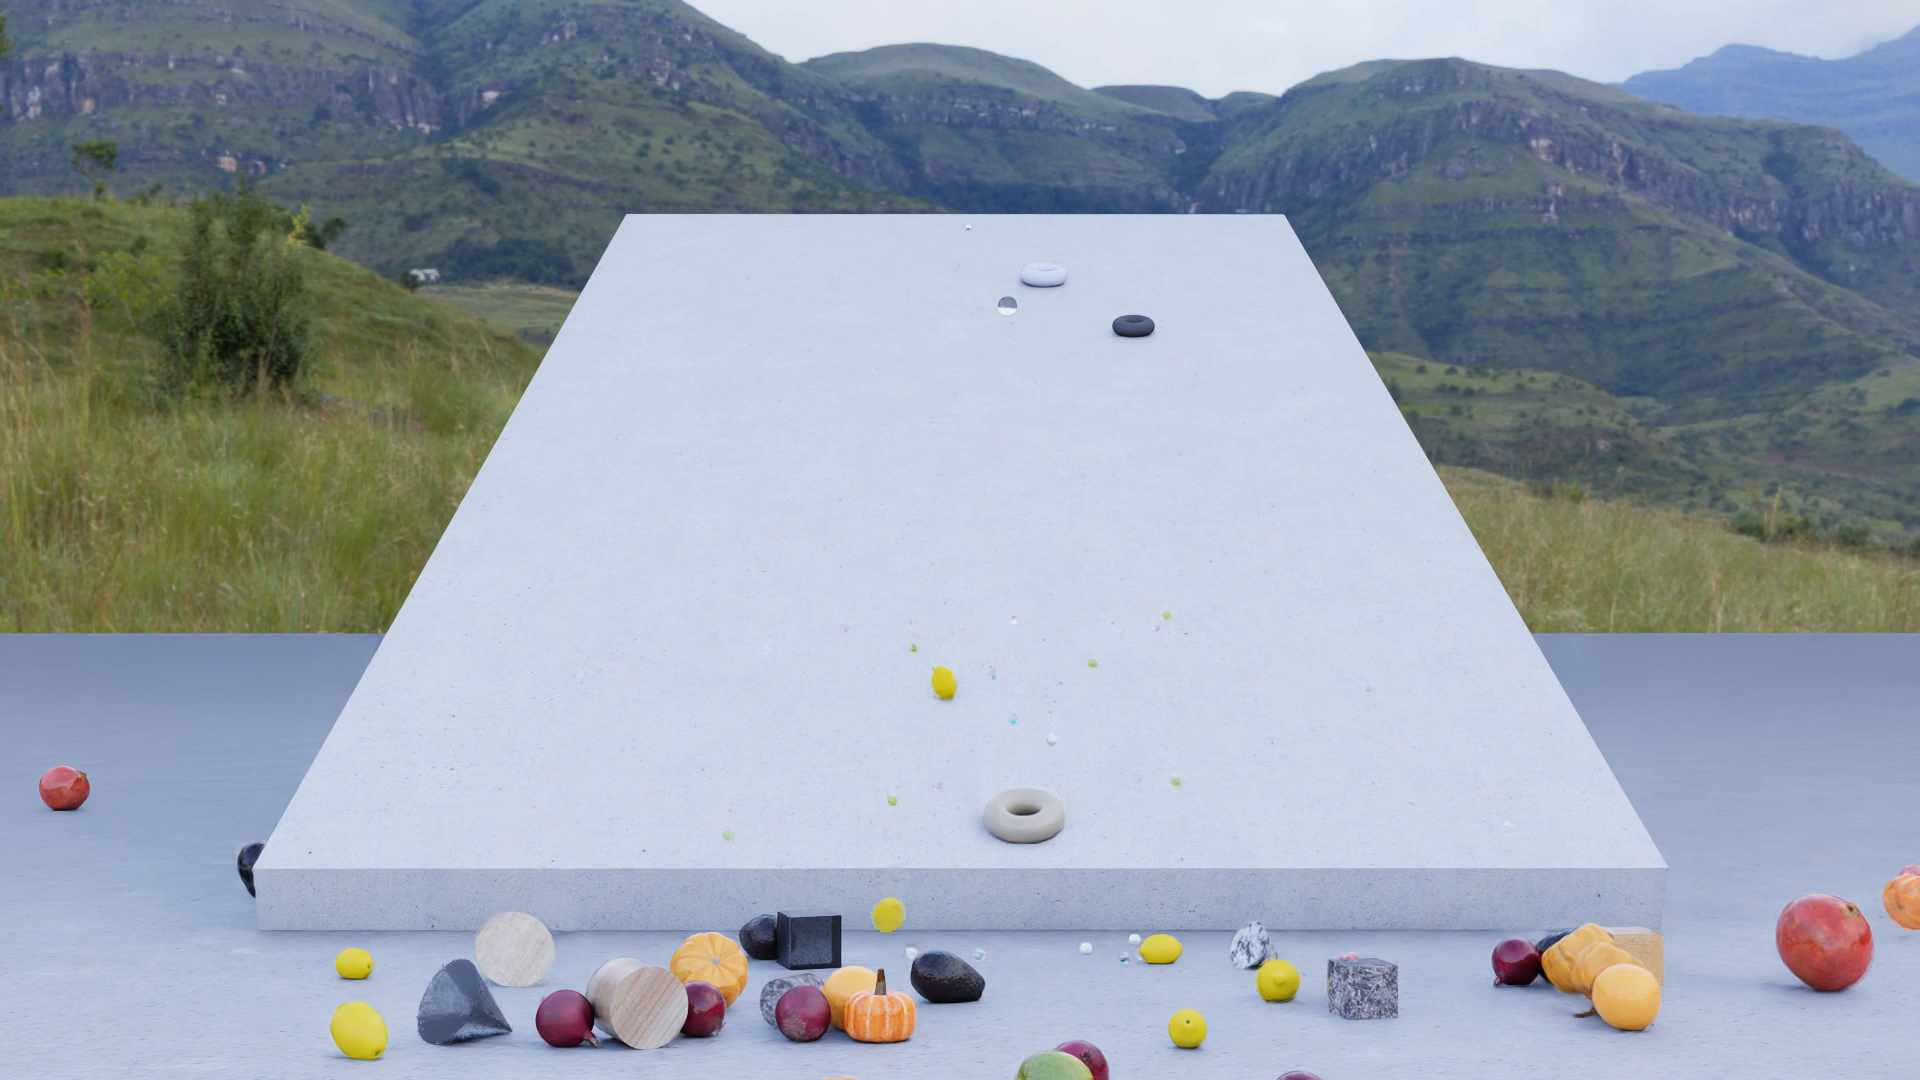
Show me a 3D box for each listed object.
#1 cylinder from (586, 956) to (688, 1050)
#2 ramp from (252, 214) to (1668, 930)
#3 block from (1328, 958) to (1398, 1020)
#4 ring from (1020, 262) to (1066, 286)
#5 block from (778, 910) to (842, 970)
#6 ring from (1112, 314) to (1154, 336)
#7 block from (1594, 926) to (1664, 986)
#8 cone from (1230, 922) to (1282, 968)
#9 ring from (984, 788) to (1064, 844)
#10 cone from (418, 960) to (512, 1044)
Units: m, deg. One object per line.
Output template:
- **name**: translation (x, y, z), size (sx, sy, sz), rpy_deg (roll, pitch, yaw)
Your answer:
- **cylinder**: translation (-0.337, 0.481, 2.381), size (0.084, 0.084, 0.084), rpy_deg (1, -2, -27)
- **ramp**: translation (-0.006, -0.217, 5.109), size (2.000, 0.100, 4.000), rpy_deg (0, 21, 0)
- **block**: translation (0.450, 0.501, 2.550), size (0.058, 0.058, 0.058), rpy_deg (1, -2, -13)
- **ring**: translation (0.227, -0.720, 6.204), size (0.128, 0.043, 0.128), rpy_deg (1, 23, 0)
- **block**: translation (-0.193, 0.511, 2.924), size (0.066, 0.066, 0.066), rpy_deg (1, -2, -20)
- **ring**: translation (0.436, -0.539, 5.750), size (0.108, 0.036, 0.108), rpy_deg (-1, 22, 0)
- **block**: translation (0.816, 0.508, 2.790), size (0.062, 0.062, 0.062), rpy_deg (0, -2, -6)
- **cone**: translation (0.390, 0.530, 2.920), size (0.063, 0.063, 0.063), rpy_deg (31, -17, -26)
- **ring**: translation (0.093, 0.401, 3.333), size (0.120, 0.040, 0.120), rpy_deg (-2, 25, 1)
- **cone**: translation (-0.507, 0.504, 2.417), size (0.093, 0.093, 0.093), rpy_deg (-2, -30, 43)
